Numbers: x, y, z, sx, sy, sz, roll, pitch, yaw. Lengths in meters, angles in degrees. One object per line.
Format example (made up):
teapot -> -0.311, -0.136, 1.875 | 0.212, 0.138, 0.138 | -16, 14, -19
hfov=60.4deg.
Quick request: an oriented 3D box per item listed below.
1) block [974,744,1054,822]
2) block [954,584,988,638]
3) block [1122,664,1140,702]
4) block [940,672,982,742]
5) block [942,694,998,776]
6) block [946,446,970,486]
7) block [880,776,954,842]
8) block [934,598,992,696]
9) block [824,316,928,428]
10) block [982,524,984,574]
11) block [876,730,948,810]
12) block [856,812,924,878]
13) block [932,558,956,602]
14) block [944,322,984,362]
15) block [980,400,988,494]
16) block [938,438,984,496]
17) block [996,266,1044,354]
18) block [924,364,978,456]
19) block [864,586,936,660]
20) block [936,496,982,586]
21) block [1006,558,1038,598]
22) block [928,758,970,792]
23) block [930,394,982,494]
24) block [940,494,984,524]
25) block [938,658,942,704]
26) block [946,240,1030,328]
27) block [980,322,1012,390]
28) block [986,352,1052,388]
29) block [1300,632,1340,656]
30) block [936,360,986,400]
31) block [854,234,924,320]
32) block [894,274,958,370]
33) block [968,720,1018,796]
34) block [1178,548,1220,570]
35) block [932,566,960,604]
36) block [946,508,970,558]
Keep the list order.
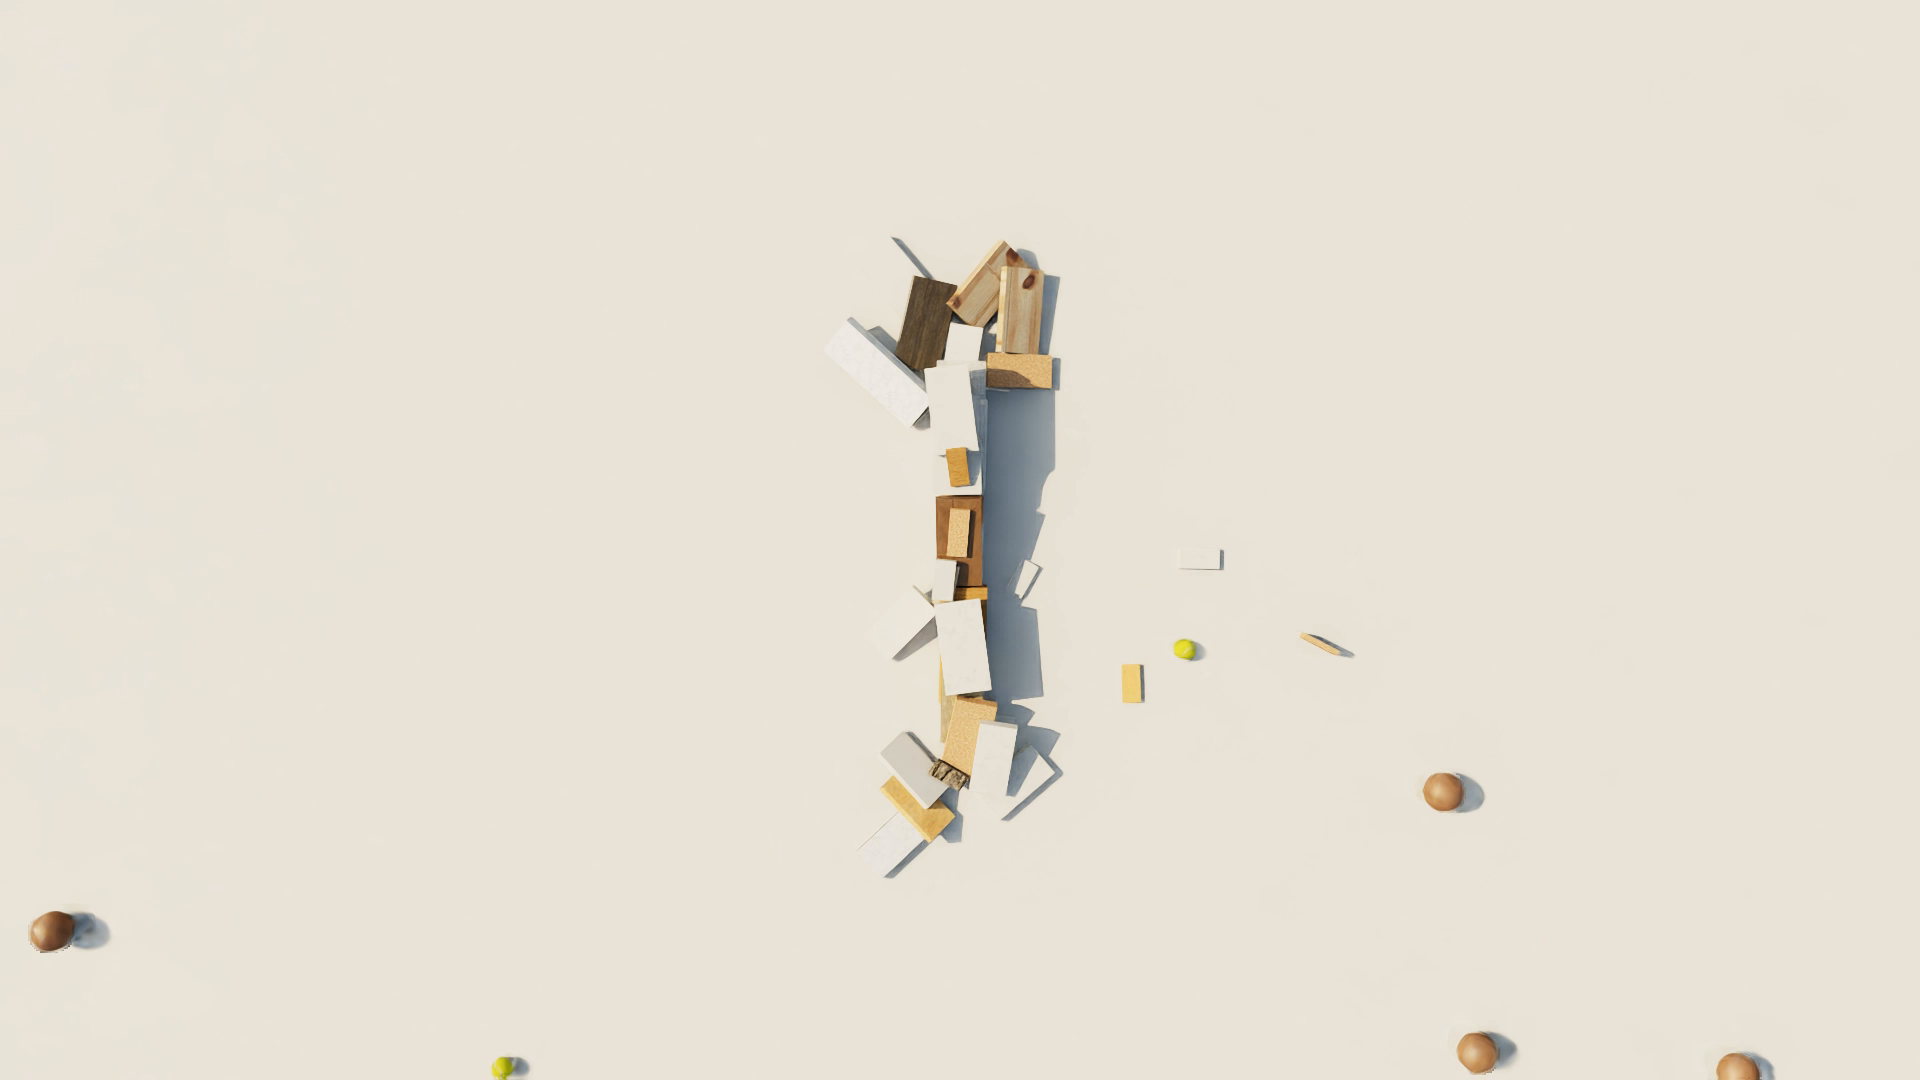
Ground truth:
block -> 0.181, 0.806, 5.483 | 0.246, 0.035, 0.123 | -41, 90, 0
block -> 0.012, 0.294, 5.438 | 0.149, 0.042, 0.298 | 1, 106, 0
block -> 0.569, 0.477, 5.492 | 0.060, 0.017, 0.127 | -2, 90, 0
block -> 0.005, 0.539, 5.432 | 0.136, 0.039, 0.272 | 1, 110, 0
block -> 0.027, 0.651, 5.432 | 0.136, 0.039, 0.272 | 11, 109, -4
block -> -0.007, -0.233, 5.266 | 0.063, 0.018, 0.126 | -7, 118, 1
block -> -0.142, 0.870, 5.454 | 0.239, 0.034, 0.120 | 47, 59, 0
block -> 0.009, 0.345, 5.344 | 0.149, 0.042, 0.298 | -7, 93, 0
block -> -0.263, -0.551, 5.441 | 0.386, 0.042, 0.148 | 43, 125, 0
block -> 0.001, 0.093, 5.423 | 0.149, 0.042, 0.298 | 1, 107, 0
block -> -0.152, 0.760, 5.454 | 0.239, 0.034, 0.120 | 48, 59, 0
block -> -0.212, 0.995, 5.483 | 0.246, 0.035, 0.123 | -43, 90, 0
block -> -0.052, 0.129, 5.339 | 0.067, 0.019, 0.134 | 5, 106, -1
block -> 0.005, -0.596, 5.416 | 0.108, 0.031, 0.217 | 9, 89, 1
block -> 0.007, -0.305, 5.409 | 0.159, 0.045, 0.319 | 1, 116, 0
block -> 0.003, -0.193, 5.416 | 0.146, 0.041, 0.292 | 1, 116, 0
block -> 0.198, -0.755, 5.442 | 0.139, 0.039, 0.277 | 2, 95, -26
block -> -0.027, -0.416, 5.256 | 0.139, 0.039, 0.277 | -7, 97, 1
block -> -0.193, 0.274, 5.454 | 0.120, 0.034, 0.239 | 45, 104, 0
block -> -0.004, 0.004, 5.353 | 0.146, 0.041, 0.292 | -1, 107, 1
block -> 0.207, 0.128, 5.492 | 0.060, 0.017, 0.120 | 29, 90, 0
block -> -0.036, 0.775, 5.448 | 0.120, 0.017, 0.060 | 31, 107, -10
block -> -0.013, -0.307, 5.311 | 0.159, 0.045, 0.319 | -1, 97, 0
block -> 0.002, -0.002, 5.438 | 0.146, 0.041, 0.292 | 1, 107, 0
block -> 0.001, 0.407, 5.426 | 0.136, 0.039, 0.272 | 2, 110, 0
block -> 0.095, -0.838, 5.438 | 0.139, 0.039, 0.277 | 41, 85, -29
block -> 0.122, -0.610, 5.485 | 0.108, 0.031, 0.217 | 7, 90, 0
block -> 0.195, -0.560, 5.459 | 0.217, 0.031, 0.108 | 1, 91, -13
block -> 1.192, 0.345, 5.469 | 0.126, 0.063, 0.018 | 27, 90, 0
block -> 0.003, -0.428, 5.399 | 0.159, 0.045, 0.319 | 1, 116, 0
block -> -0.200, -0.853, 5.479 | 0.148, 0.042, 0.295 | -40, 90, 0
block -> -0.114, -0.712, 5.441 | 0.148, 0.042, 0.295 | 11, 99, -12
block -> 0.109, 0.715, 5.410 | 0.123, 0.035, 0.246 | 9, 108, 0
block -> 0.796, 0.062, 5.491 | 0.134, 0.019, 0.067 | 1, 90, 0
block -> -0.046, 0.145, 5.363 | 0.067, 0.019, 0.134 | 10, 106, -2
block -> -0.005, -0.024, 5.313 | 0.063, 0.018, 0.157 | 4, 107, -1
